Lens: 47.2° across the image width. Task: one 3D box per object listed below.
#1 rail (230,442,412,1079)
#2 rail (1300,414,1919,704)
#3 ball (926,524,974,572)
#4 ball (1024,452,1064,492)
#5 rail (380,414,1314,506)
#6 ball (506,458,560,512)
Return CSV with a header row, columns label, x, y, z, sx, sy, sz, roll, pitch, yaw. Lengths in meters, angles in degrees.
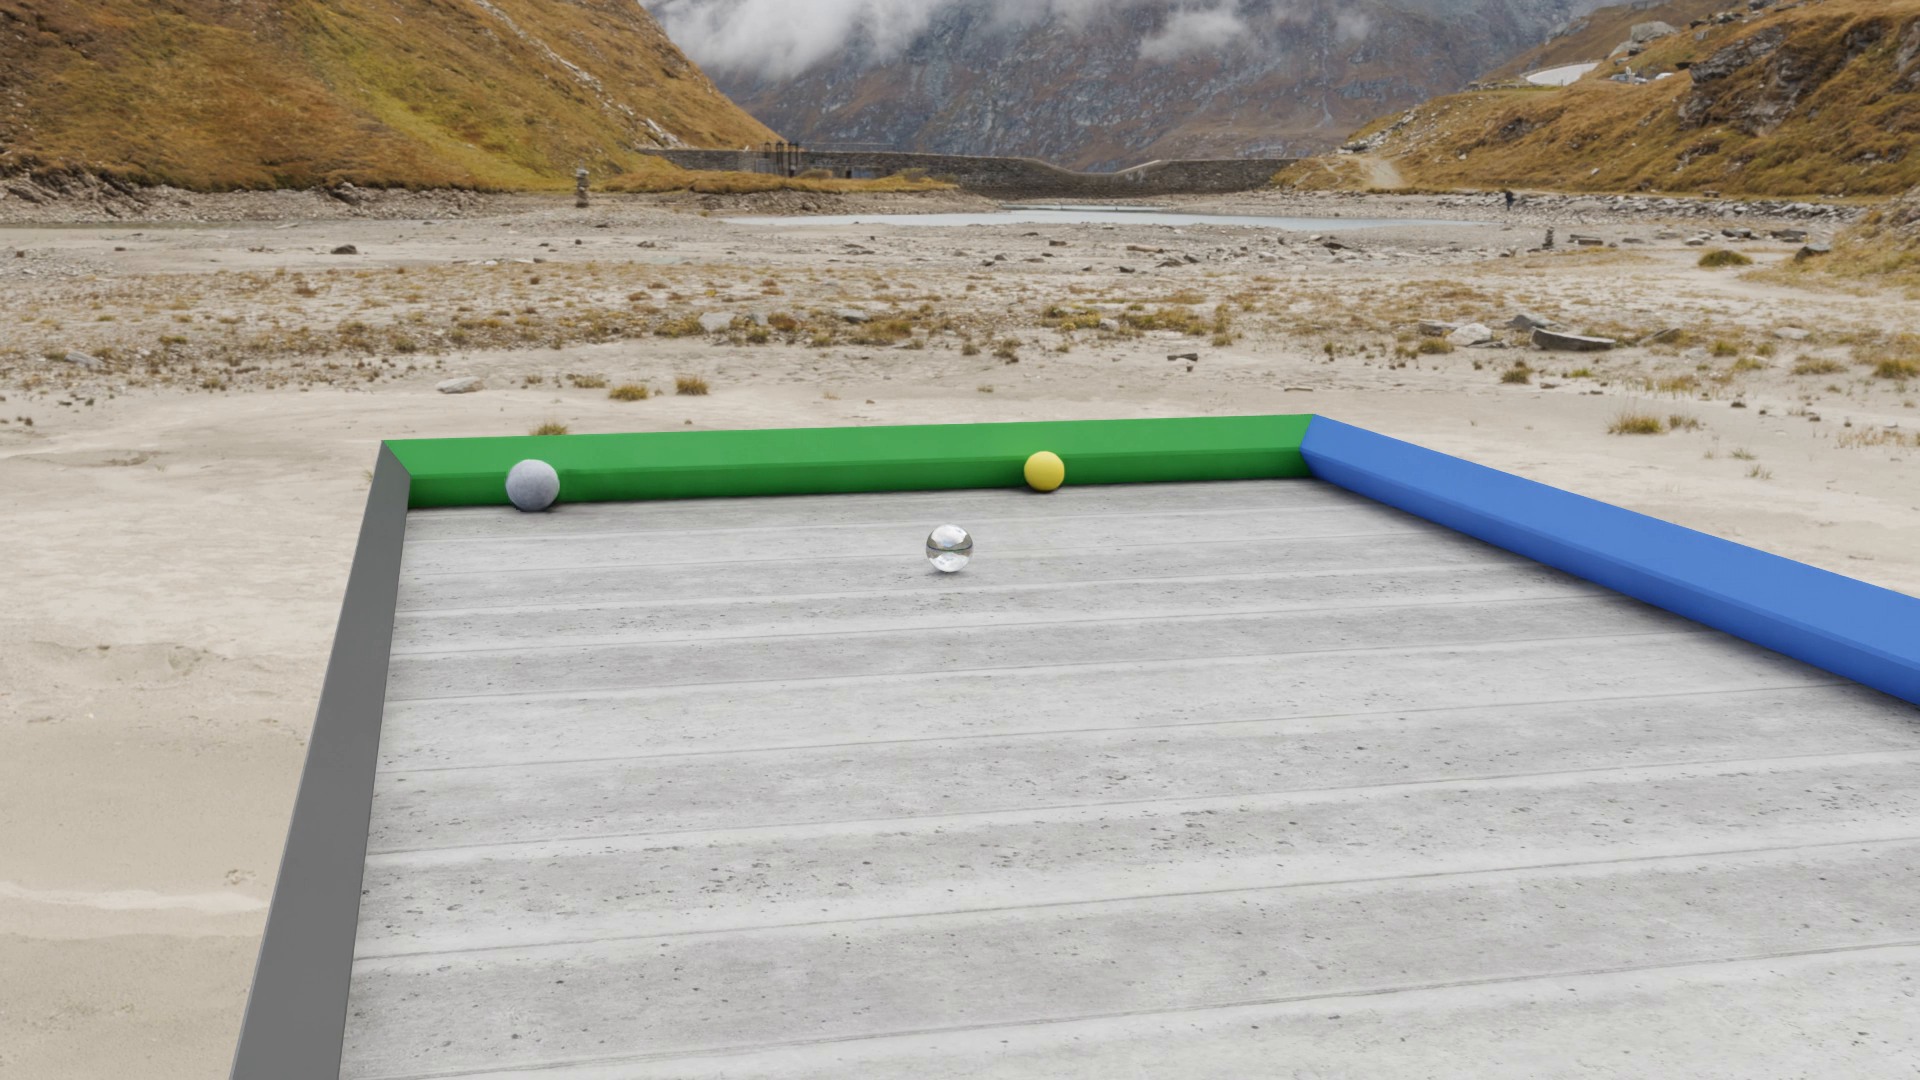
label,x,y,z,sx,sy,sz,roll,pitch,yaw
rail,-0.612,0.127,2.267,0.045,0.110,2.769,-2,10,-13
rail,0.920,0.066,2.611,0.045,0.110,2.769,-2,10,-13
ball,-0.014,0.011,3.049,0.067,0.067,0.067,0,10,0
ball,0.144,-0.117,3.762,0.070,0.070,0.070,0,10,0
rail,-0.149,-0.135,3.745,1.619,0.110,0.045,-2,10,-13
ball,-0.692,-0.089,3.562,0.085,0.085,0.085,0,10,0
